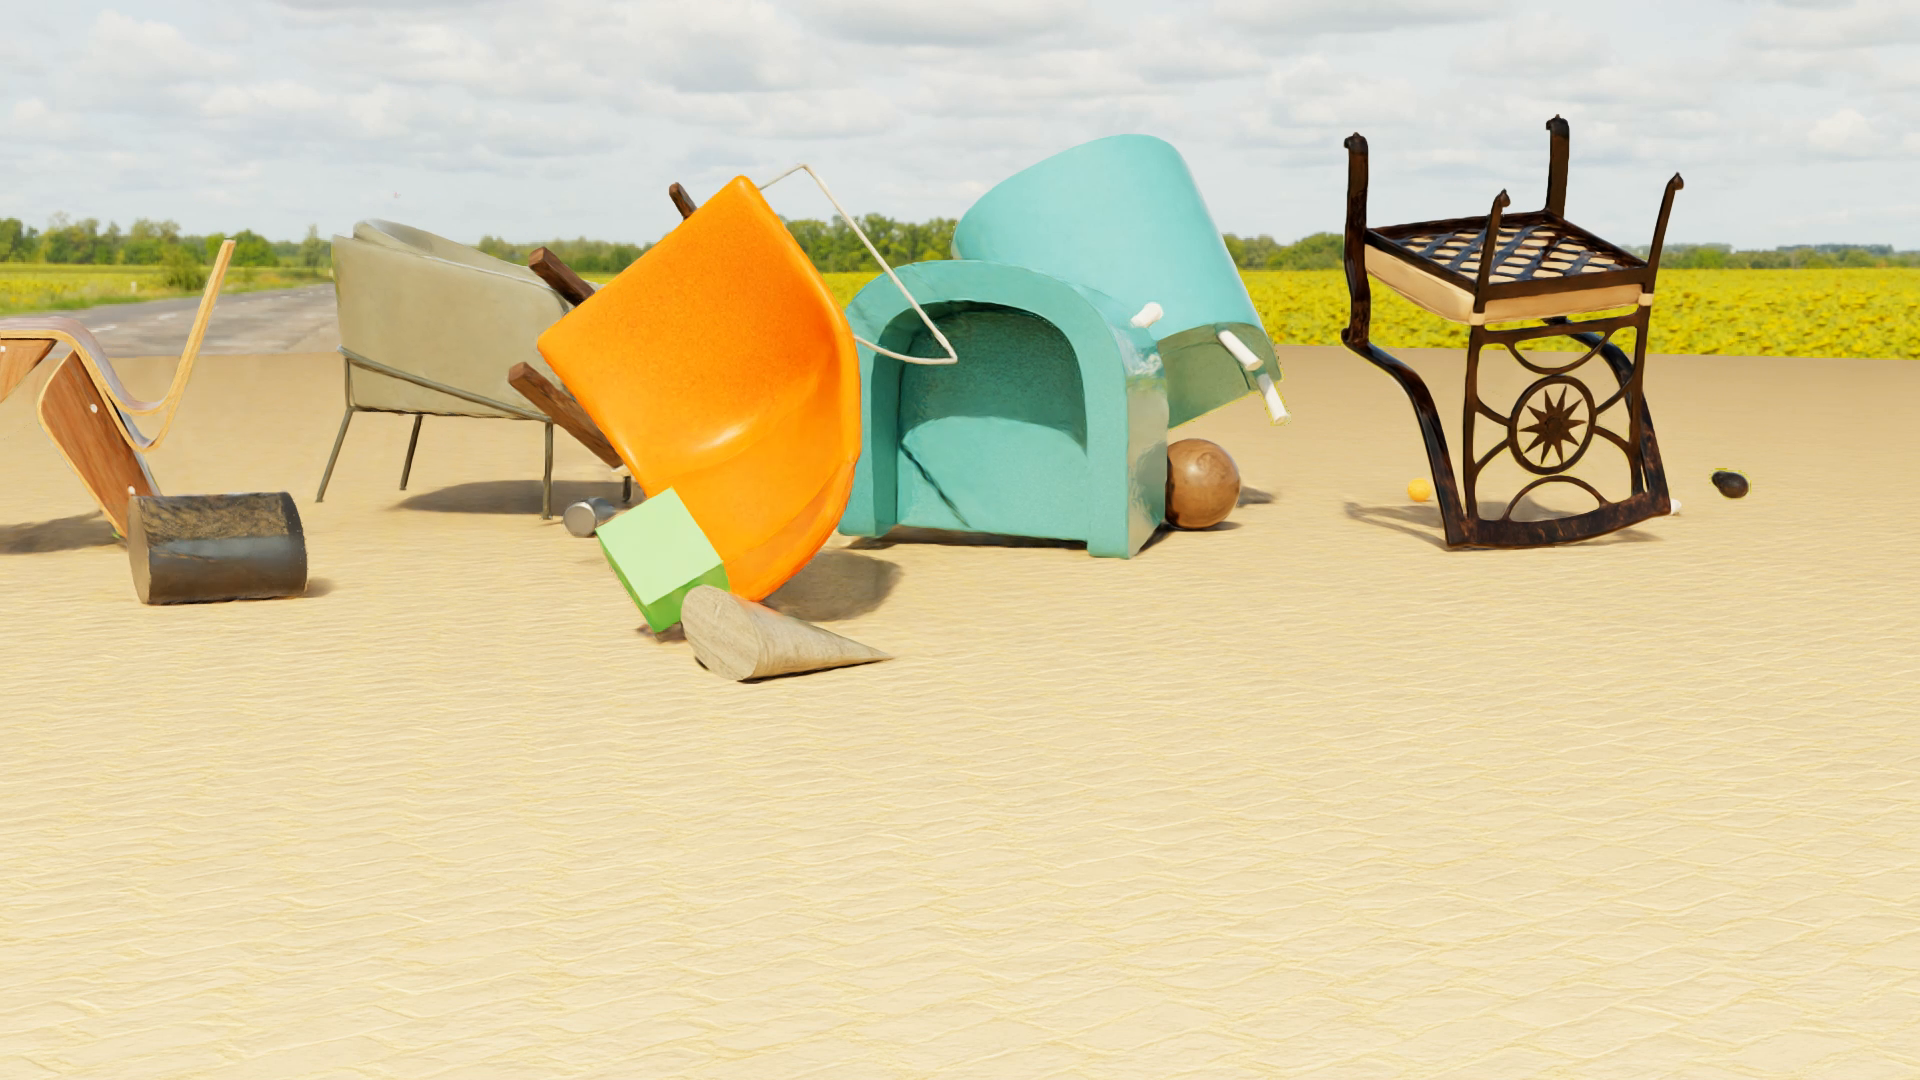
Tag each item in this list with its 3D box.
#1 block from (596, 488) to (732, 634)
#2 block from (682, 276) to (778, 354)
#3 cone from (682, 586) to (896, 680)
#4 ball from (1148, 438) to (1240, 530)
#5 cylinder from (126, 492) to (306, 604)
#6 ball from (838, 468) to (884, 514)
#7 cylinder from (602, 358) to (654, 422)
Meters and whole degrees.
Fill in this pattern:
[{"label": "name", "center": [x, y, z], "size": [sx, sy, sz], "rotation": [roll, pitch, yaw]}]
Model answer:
[{"label": "block", "center": [-0.531, 0.037, 4.597], "size": [0.158, 0.188, 0.106], "rotation": [-30, -27, -13]}, {"label": "block", "center": [-0.661, -0.646, 7.347], "size": [0.209, 0.111, 0.153], "rotation": [19, 47, 30]}, {"label": "cone", "center": [-0.252, 0.178, 4.340], "size": [0.351, 0.131, 0.315], "rotation": [10, 12, -32]}, {"label": "ball", "center": [0.607, -0.145, 6.647], "size": [0.240, 0.240, 0.240], "rotation": [0, 6, 0]}, {"label": "cylinder", "center": [-1.523, 0.013, 5.252], "size": [0.308, 0.191, 0.289], "rotation": [-3, 30, -27]}, {"label": "ball", "center": [-0.275, -0.139, 7.136], "size": [0.127, 0.127, 0.127], "rotation": [0, 6, 0]}, {"label": "cylinder", "center": [-0.838, -0.379, 6.478], "size": [0.084, 0.154, 0.106], "rotation": [-9, -2, 21]}]
